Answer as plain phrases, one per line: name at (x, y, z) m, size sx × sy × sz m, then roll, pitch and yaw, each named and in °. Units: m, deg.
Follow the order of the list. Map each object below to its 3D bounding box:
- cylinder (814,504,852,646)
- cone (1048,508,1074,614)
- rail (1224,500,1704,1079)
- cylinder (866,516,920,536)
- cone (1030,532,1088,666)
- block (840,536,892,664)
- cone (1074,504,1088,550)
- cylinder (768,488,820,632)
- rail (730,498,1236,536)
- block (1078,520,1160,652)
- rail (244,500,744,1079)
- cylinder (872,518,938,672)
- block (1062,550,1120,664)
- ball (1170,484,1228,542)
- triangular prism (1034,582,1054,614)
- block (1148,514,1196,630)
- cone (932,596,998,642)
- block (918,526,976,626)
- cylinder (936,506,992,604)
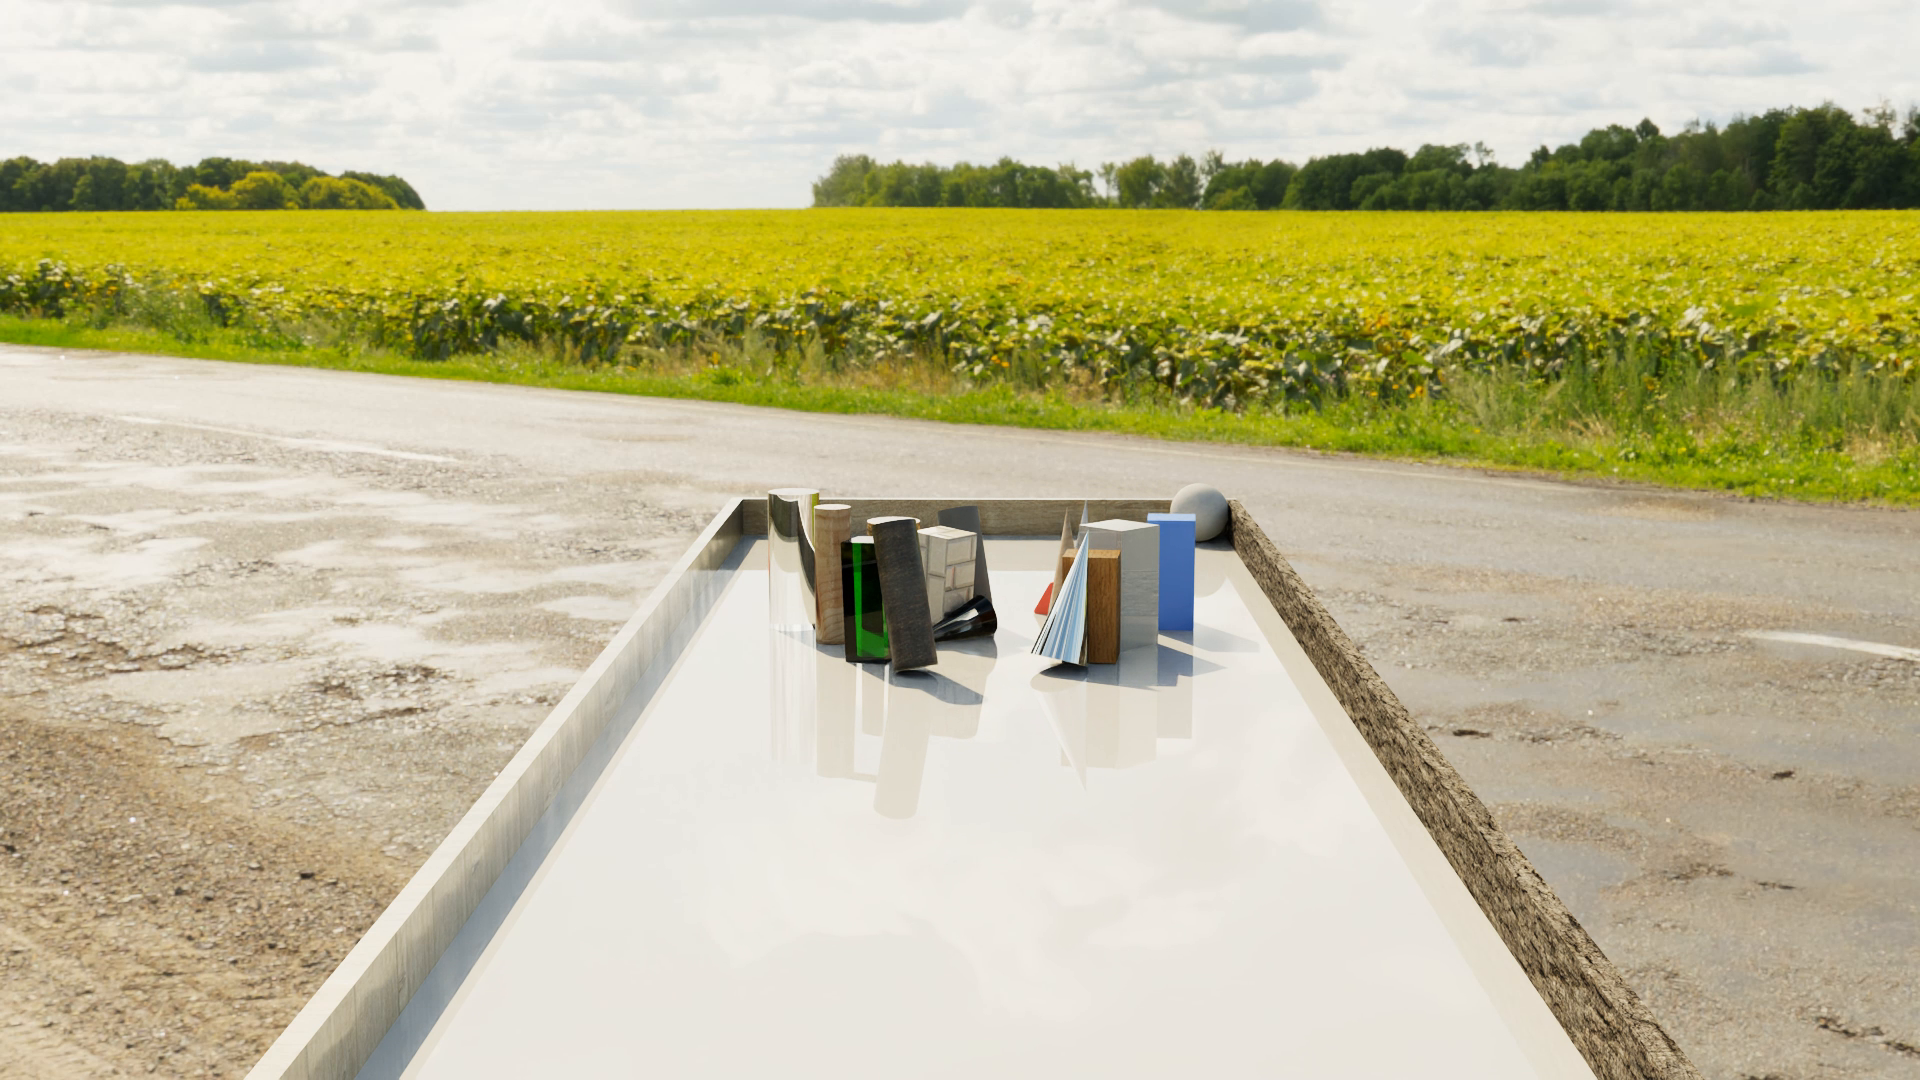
cylinder at (-0.401, 0.109, 6.946) m, size 0.116 × 0.431 × 0.116 m, roll 0°, pitch 9°, yaw 0°
cone at (0.348, 0.081, 7.144) m, size 0.136 × 0.410 × 0.136 m, roll 1°, pitch -20°, yaw 0°
rail at (1.046, 0.843, 3.208) m, size 0.050 × 0.150 × 12.000 m, roll 0°, pitch 9°, yaw 1°
cylinder at (-0.217, 0.108, 7.219) m, size 0.175 × 0.346 × 0.175 m, roll 0°, pitch 10°, yaw 0°
cone at (0.342, 0.163, 6.583) m, size 0.179 × 0.402 × 0.179 m, roll 13°, pitch -3°, yaw 1°
block at (-0.269, 0.180, 6.687) m, size 0.131 × 0.366 × 0.131 m, roll 1°, pitch 9°, yaw 22°
cone at (0.397, 0.070, 7.192) m, size 0.121 × 0.418 × 0.121 m, roll 4°, pitch 2°, yaw 0°
cylinder at (-0.542, 0.063, 7.189) m, size 0.168 × 0.446 × 0.168 m, roll 0°, pitch 9°, yaw 0°
rail at (0.099, -0.098, 9.147) m, size 2.100 × 0.150 × 0.050 m, roll 0°, pitch 9°, yaw 1°
block at (0.499, 0.140, 6.919) m, size 0.178 × 0.378 × 0.178 m, roll -9°, pitch 12°, yaw -44°
rail at (-1.004, 0.839, 3.234) m, size 0.050 × 0.150 × 12.000 m, roll 0°, pitch 9°, yaw 1°
cylinder at (-0.164, 0.164, 6.519) m, size 0.134 × 0.436 × 0.134 m, roll -9°, pitch -5°, yaw -1°
block at (0.401, 0.200, 6.709) m, size 0.165 × 0.322 × 0.165 m, roll 1°, pitch 8°, yaw 8°
ball at (0.976, -0.114, 8.971) m, size 0.237 × 0.237 × 0.237 m, roll 0°, pitch 9°, yaw 0°
triangular prism at (0.378, 0.174, 7.547) m, size 0.125 × 0.108 × 0.317 m, roll 5°, pitch 10°, yaw 26°
block at (0.690, 0.104, 7.203) m, size 0.155 × 0.361 × 0.155 m, roll 1°, pitch 9°, yaw 6°
cone at (-0.049, 0.288, 6.979) m, size 0.320 × 0.136 × 0.136 m, roll -20°, pitch 19°, yaw -31°
block at (-0.059, 0.133, 7.104) m, size 0.149 × 0.323 × 0.149 m, roll 12°, pitch 15°, yaw 36°
cylinder at (0.018, 0.080, 7.250) m, size 0.137 × 0.368 × 0.137 m, roll -9°, pitch -5°, yaw -1°
